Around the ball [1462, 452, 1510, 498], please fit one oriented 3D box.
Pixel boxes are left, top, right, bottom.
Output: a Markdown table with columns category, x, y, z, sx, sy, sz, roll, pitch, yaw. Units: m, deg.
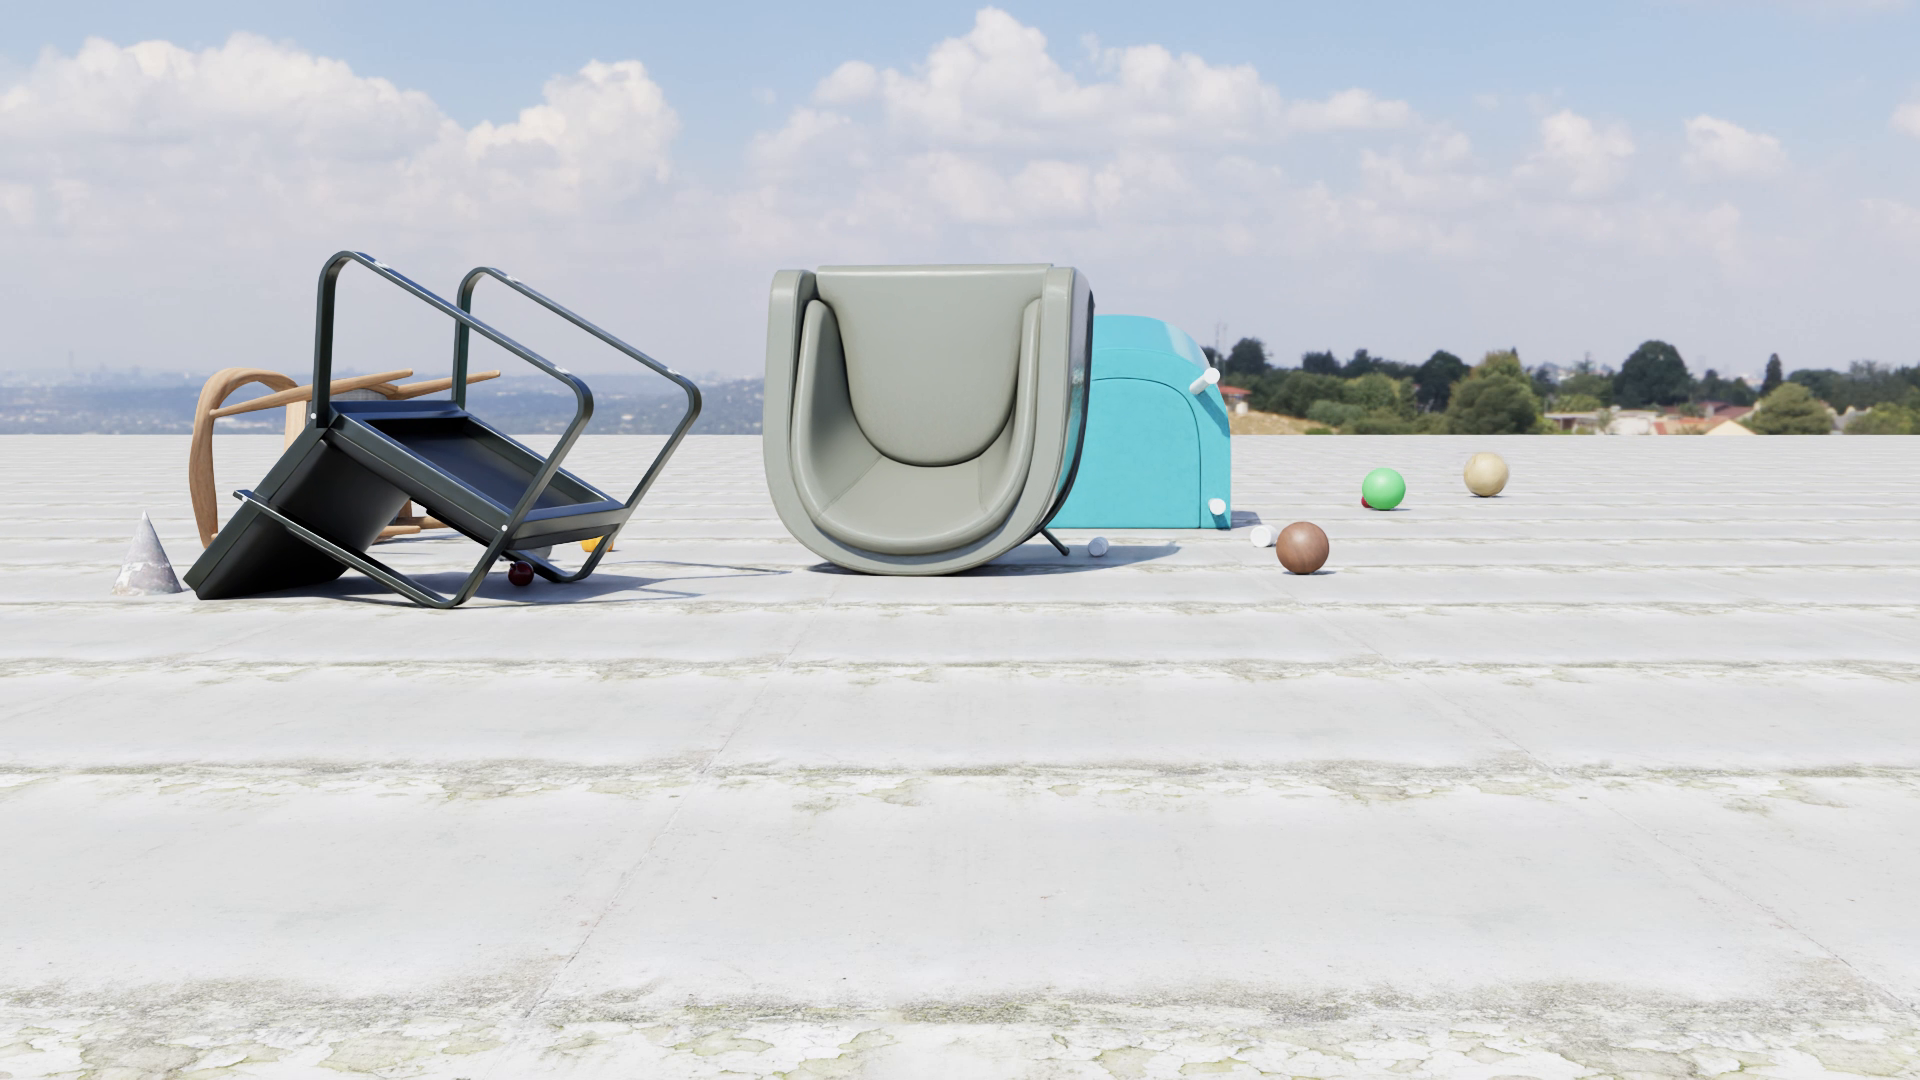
| category | x | y | z | sx | sy | sz | roll | pitch | yaw |
| --- | --- | --- | --- | --- | --- | --- | --- | --- | --- |
| ball | 2.185 | -0.272 | 9.136 | 0.188 | 0.188 | 0.188 | 0 | 4 | 0 |

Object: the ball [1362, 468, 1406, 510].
| category | x | y | z | sx | sy | sz | roll | pitch | yaw |
| --- | --- | --- | --- | --- | --- | --- | --- | --- | --- |
| ball | 1.568 | -0.189 | 8.134 | 0.160 | 0.160 | 0.160 | 0 | 4 | 0 |

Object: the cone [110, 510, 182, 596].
| category | x | y | z | sx | sy | sz | roll | pitch | yaw |
| --- | --- | --- | --- | --- | --- | --- | --- | --- | --- |
| cone | -1.791 | 0.025 | 4.838 | 0.133 | 0.185 | 0.157 | 3 | 5 | 41 |
